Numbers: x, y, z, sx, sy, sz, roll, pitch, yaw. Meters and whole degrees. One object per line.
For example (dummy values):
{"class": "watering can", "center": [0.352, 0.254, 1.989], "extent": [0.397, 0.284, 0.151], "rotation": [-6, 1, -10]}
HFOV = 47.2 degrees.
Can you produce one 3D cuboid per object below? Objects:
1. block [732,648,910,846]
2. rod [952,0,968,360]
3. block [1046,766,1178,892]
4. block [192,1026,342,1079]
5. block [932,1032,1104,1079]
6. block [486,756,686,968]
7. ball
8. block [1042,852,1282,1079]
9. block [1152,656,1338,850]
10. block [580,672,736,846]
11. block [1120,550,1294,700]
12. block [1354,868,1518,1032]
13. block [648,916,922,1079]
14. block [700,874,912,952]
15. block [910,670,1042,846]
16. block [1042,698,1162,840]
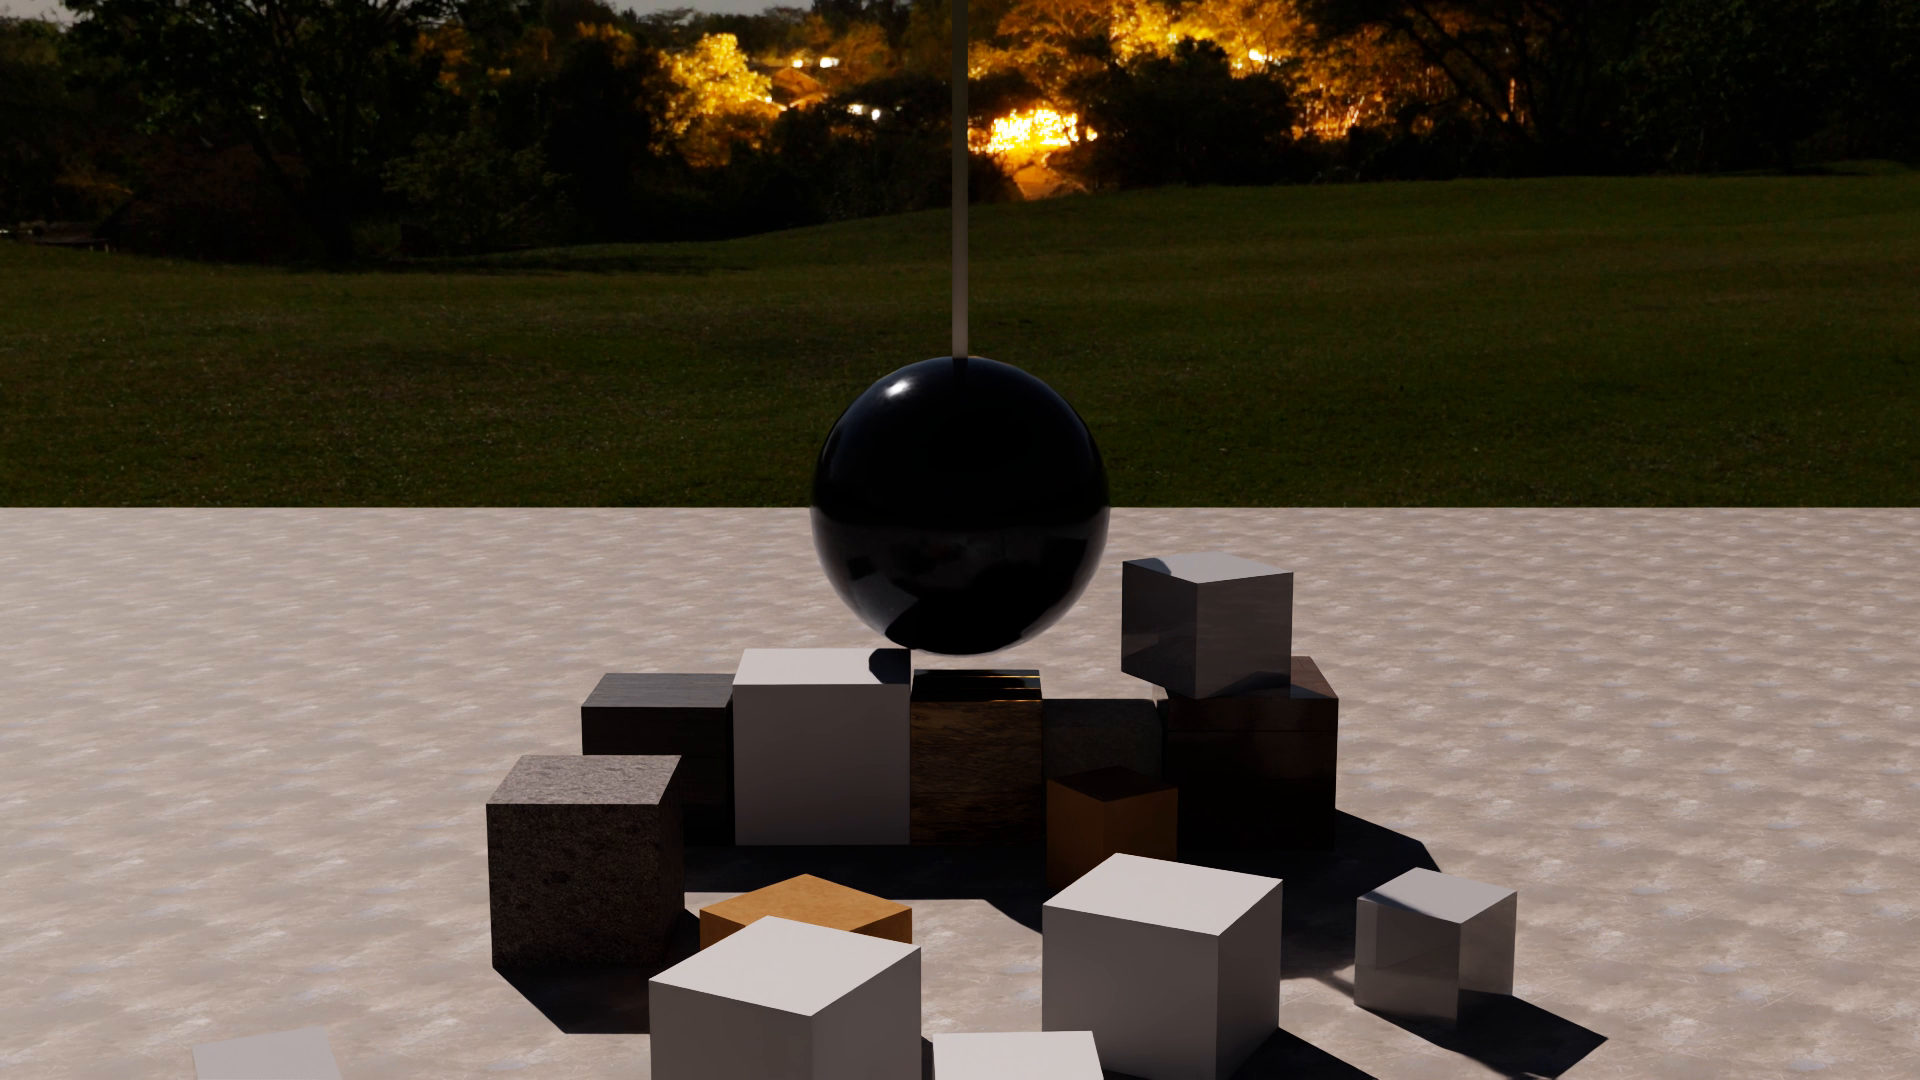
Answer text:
{"class": "block", "center": [-0.698, 1.058, 11.409], "extent": [0.882, 0.835, 0.783], "rotation": [0, 10, -1]}
{"class": "rod", "center": [0.000, -3.460, 10.764], "extent": [0.080, 5.200, 0.080], "rotation": [0, 15, 0]}
{"class": "block", "center": [0.714, 1.402, 10.368], "extent": [0.429, 0.531, 0.450], "rotation": [-7, 12, -32]}
{"class": "block", "center": [-2.356, 1.982, 7.500], "extent": [0.441, 0.417, 0.523], "rotation": [-4, 11, -23]}
{"class": "block", "center": [0.182, 1.976, 6.884], "extent": [0.518, 0.649, 0.645], "rotation": [0, 10, -2]}
{"class": "block", "center": [-1.642, 1.412, 9.754], "extent": [0.731, 0.732, 0.748], "rotation": [0, 10, 0]}
{"class": "ball", "center": [0.000, -0.175, 11.639], "extent": [1.600, 1.600, 1.600], "rotation": [0, 10, 0]}
{"class": "block", "center": [0.798, 1.675, 8.626], "extent": [0.718, 0.617, 0.702], "rotation": [5, 12, 27]}
{"class": "block", "center": [1.452, 1.088, 11.388], "extent": [0.843, 0.785, 0.906], "rotation": [0, 10, 0]}
{"class": "block", "center": [-1.524, 1.124, 11.370], "extent": [0.720, 0.721, 0.706], "rotation": [0, 10, 1]}
{"class": "block", "center": [1.255, 0.422, 11.225], "extent": [0.589, 0.584, 0.663], "rotation": [-6, 12, -29]}
{"class": "block", "center": [1.959, 1.678, 9.057], "extent": [0.463, 0.458, 0.506], "rotation": [8, 13, 39]}
{"class": "block", "center": [-0.607, 1.808, 7.802], "extent": [0.664, 0.650, 0.732], "rotation": [6, 12, 28]}
{"class": "block", "center": [-0.610, 1.708, 8.742], "extent": [0.609, 0.511, 0.579], "rotation": [9, 14, 42]}
{"class": "block", "center": [0.085, 1.112, 11.360], "extent": [0.660, 0.747, 0.684], "rotation": [0, 10, 0]}
{"class": "block", "center": [0.720, 1.181, 11.412], "extent": [0.601, 0.593, 0.571], "rotation": [0, 10, 0]}
